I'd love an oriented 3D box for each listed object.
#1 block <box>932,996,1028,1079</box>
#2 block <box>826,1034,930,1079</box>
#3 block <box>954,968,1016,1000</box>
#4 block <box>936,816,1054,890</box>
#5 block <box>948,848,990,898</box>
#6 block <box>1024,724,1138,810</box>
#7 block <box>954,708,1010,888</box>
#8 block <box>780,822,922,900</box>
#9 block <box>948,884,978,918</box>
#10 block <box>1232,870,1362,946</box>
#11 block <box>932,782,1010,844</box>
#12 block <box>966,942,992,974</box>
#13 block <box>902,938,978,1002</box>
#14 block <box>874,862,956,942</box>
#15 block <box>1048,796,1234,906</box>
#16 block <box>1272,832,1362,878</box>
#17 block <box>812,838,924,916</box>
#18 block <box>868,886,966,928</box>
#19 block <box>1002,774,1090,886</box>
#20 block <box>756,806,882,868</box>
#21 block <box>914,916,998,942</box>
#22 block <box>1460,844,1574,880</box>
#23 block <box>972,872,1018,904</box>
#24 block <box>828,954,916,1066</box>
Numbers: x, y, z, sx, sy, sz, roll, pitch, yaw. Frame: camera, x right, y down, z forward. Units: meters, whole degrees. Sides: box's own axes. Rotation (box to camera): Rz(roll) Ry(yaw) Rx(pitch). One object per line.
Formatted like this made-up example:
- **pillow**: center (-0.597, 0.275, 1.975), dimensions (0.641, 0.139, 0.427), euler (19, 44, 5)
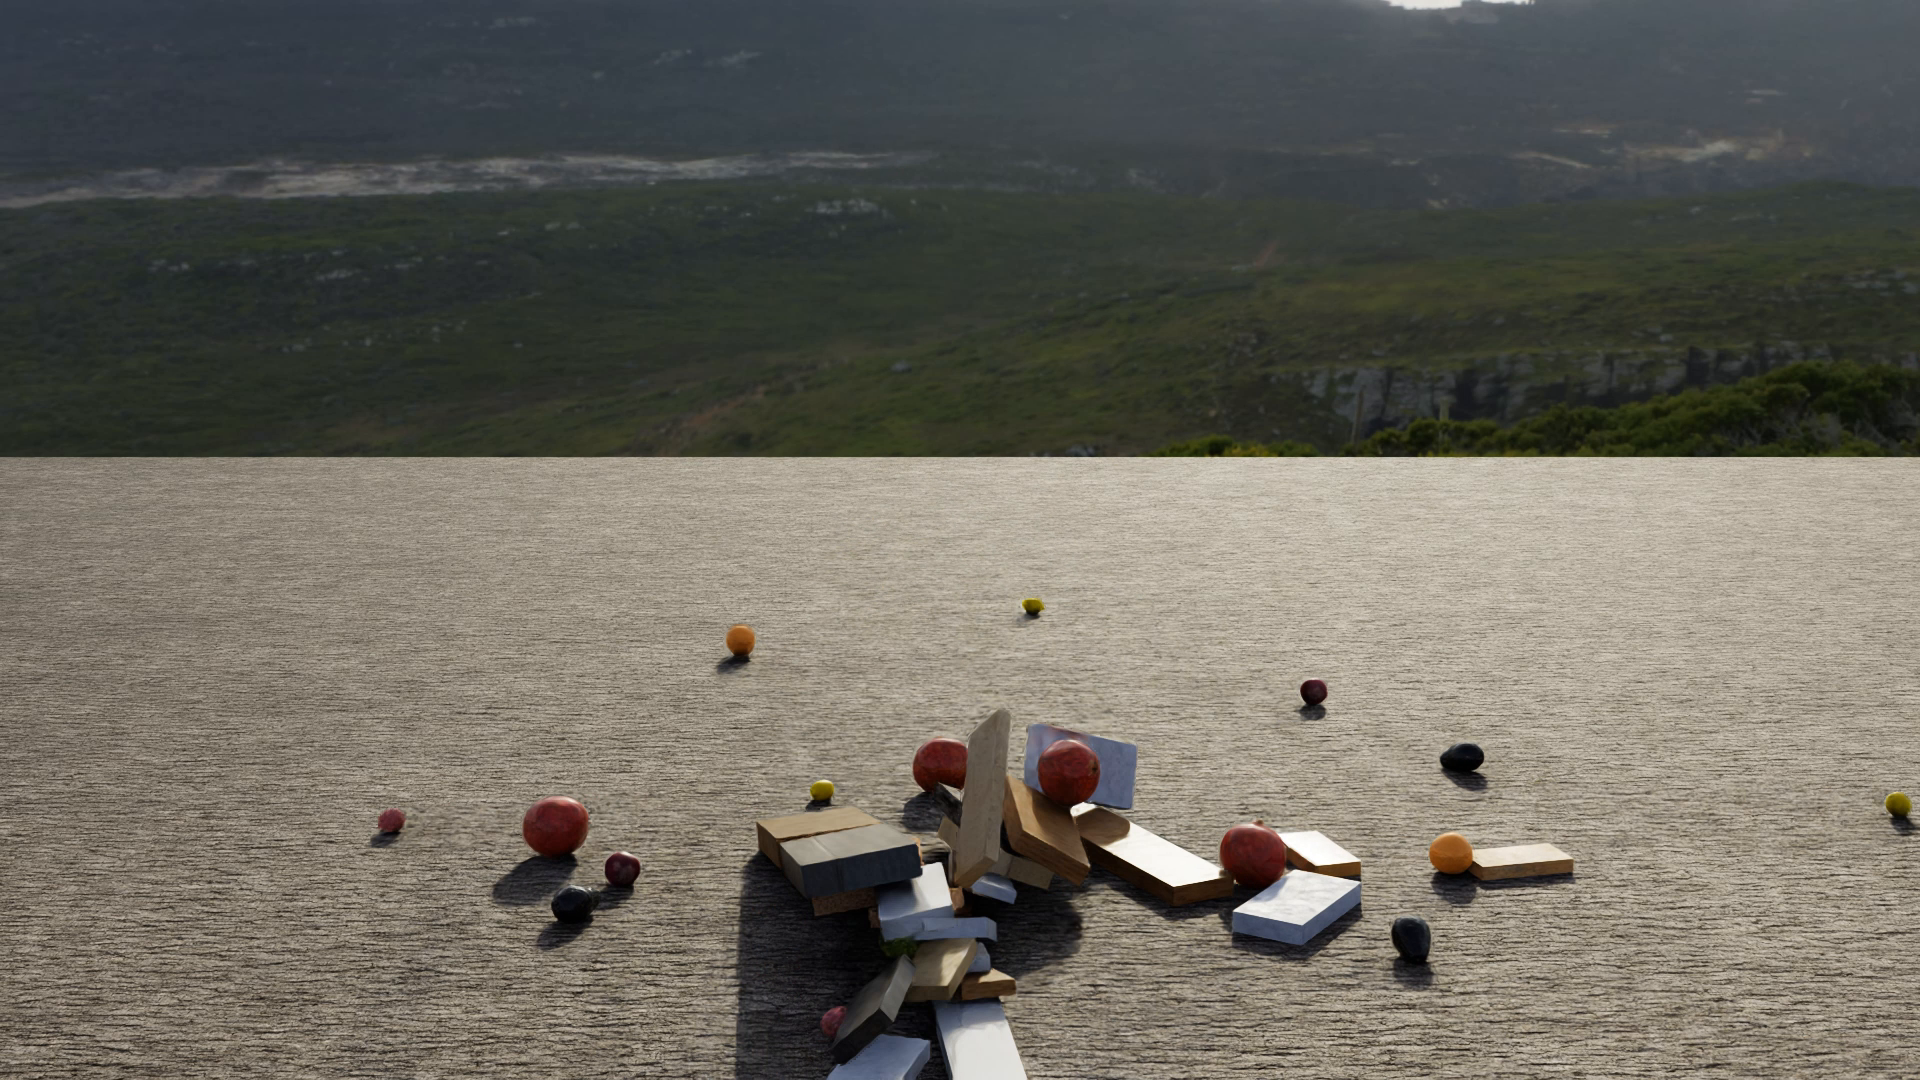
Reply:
- **block**: center (0.029, 0.703, 2.986), dimensions (0.096, 0.027, 0.373), euler (-1, 11, -7)
- **block**: center (-0.113, 0.712, 2.936), dimensions (0.096, 0.027, 0.192), euler (3, 11, 15)
- **block**: center (0.021, 0.645, 3.210), dimensions (0.079, 0.022, 0.158), euler (-3, -3, -15)
- **block**: center (0.058, 0.525, 3.709), dimensions (0.131, 0.037, 0.262), euler (20, -1, -15)
- **block**: center (0.016, 0.555, 3.667), dimensions (0.069, 0.020, 0.138), euler (20, 9, -5)
- **block**: center (0.219, 0.414, 3.995), dimensions (0.238, 0.119, 0.034), euler (16, -16, -37)
- **block**: center (0.038, 0.415, 3.557), dimensions (0.024, 0.085, 0.313), euler (29, 39, -19)
- **block**: center (-0.174, 0.493, 3.401), dimensions (0.175, 0.049, 0.349), euler (-10, -1, -10)
- **block**: center (-0.010, 0.595, 3.588), dimensions (0.069, 0.020, 0.138), euler (1, 10, 5)
- **block**: center (0.548, 0.593, 3.561), dimensions (0.119, 0.034, 0.238), euler (7, 12, 32)
- **block**: center (0.040, 0.483, 3.860), dimensions (0.131, 0.037, 0.262), euler (20, -1, -11)
- **block**: center (0.000, 0.627, 3.297), dimensions (0.079, 0.022, 0.158), euler (-4, -2, -4)
- **block**: center (-0.033, 0.616, 3.158), dimensions (0.079, 0.022, 0.158), euler (-6, 13, 16)
- **block**: center (-0.068, 0.534, 3.262), dimensions (0.107, 0.030, 0.213), euler (-13, 9, -3)
- **block**: center (0.278, 0.536, 3.867), dimensions (0.119, 0.034, 0.537), euler (-5, 12, -27)
- **block**: center (0.620, 0.548, 3.829), dimensions (0.086, 0.024, 0.171), euler (-3, 11, -17)
- **block**: center (-0.146, 0.540, 3.544), dimensions (0.175, 0.049, 0.349), euler (-10, -1, -2)
- **block**: center (-0.066, 0.569, 3.412), dimensions (0.107, 0.030, 0.213), euler (-11, -6, 10)
- **block**: center (0.137, 0.484, 3.697), dimensions (0.131, 0.037, 0.262), euler (30, 10, -12)
- **block**: center (-0.241, 0.504, 3.745), dimensions (0.175, 0.049, 0.349), euler (-7, -1, -11)
- **block**: center (-0.004, 0.593, 3.336), dimensions (0.107, 0.030, 0.213), euler (-2, -12, 4)
- **block**: center (0.959, 0.555, 3.793), dimensions (0.171, 0.024, 0.086), euler (-3, 11, -14)
- **block**: center (0.049, 0.555, 3.572), dimensions (0.069, 0.020, 0.138), euler (20, 3, -8)
- **block**: center (-0.118, 0.640, 3.007), dimensions (0.096, 0.027, 0.192), euler (-42, 3, 14)
